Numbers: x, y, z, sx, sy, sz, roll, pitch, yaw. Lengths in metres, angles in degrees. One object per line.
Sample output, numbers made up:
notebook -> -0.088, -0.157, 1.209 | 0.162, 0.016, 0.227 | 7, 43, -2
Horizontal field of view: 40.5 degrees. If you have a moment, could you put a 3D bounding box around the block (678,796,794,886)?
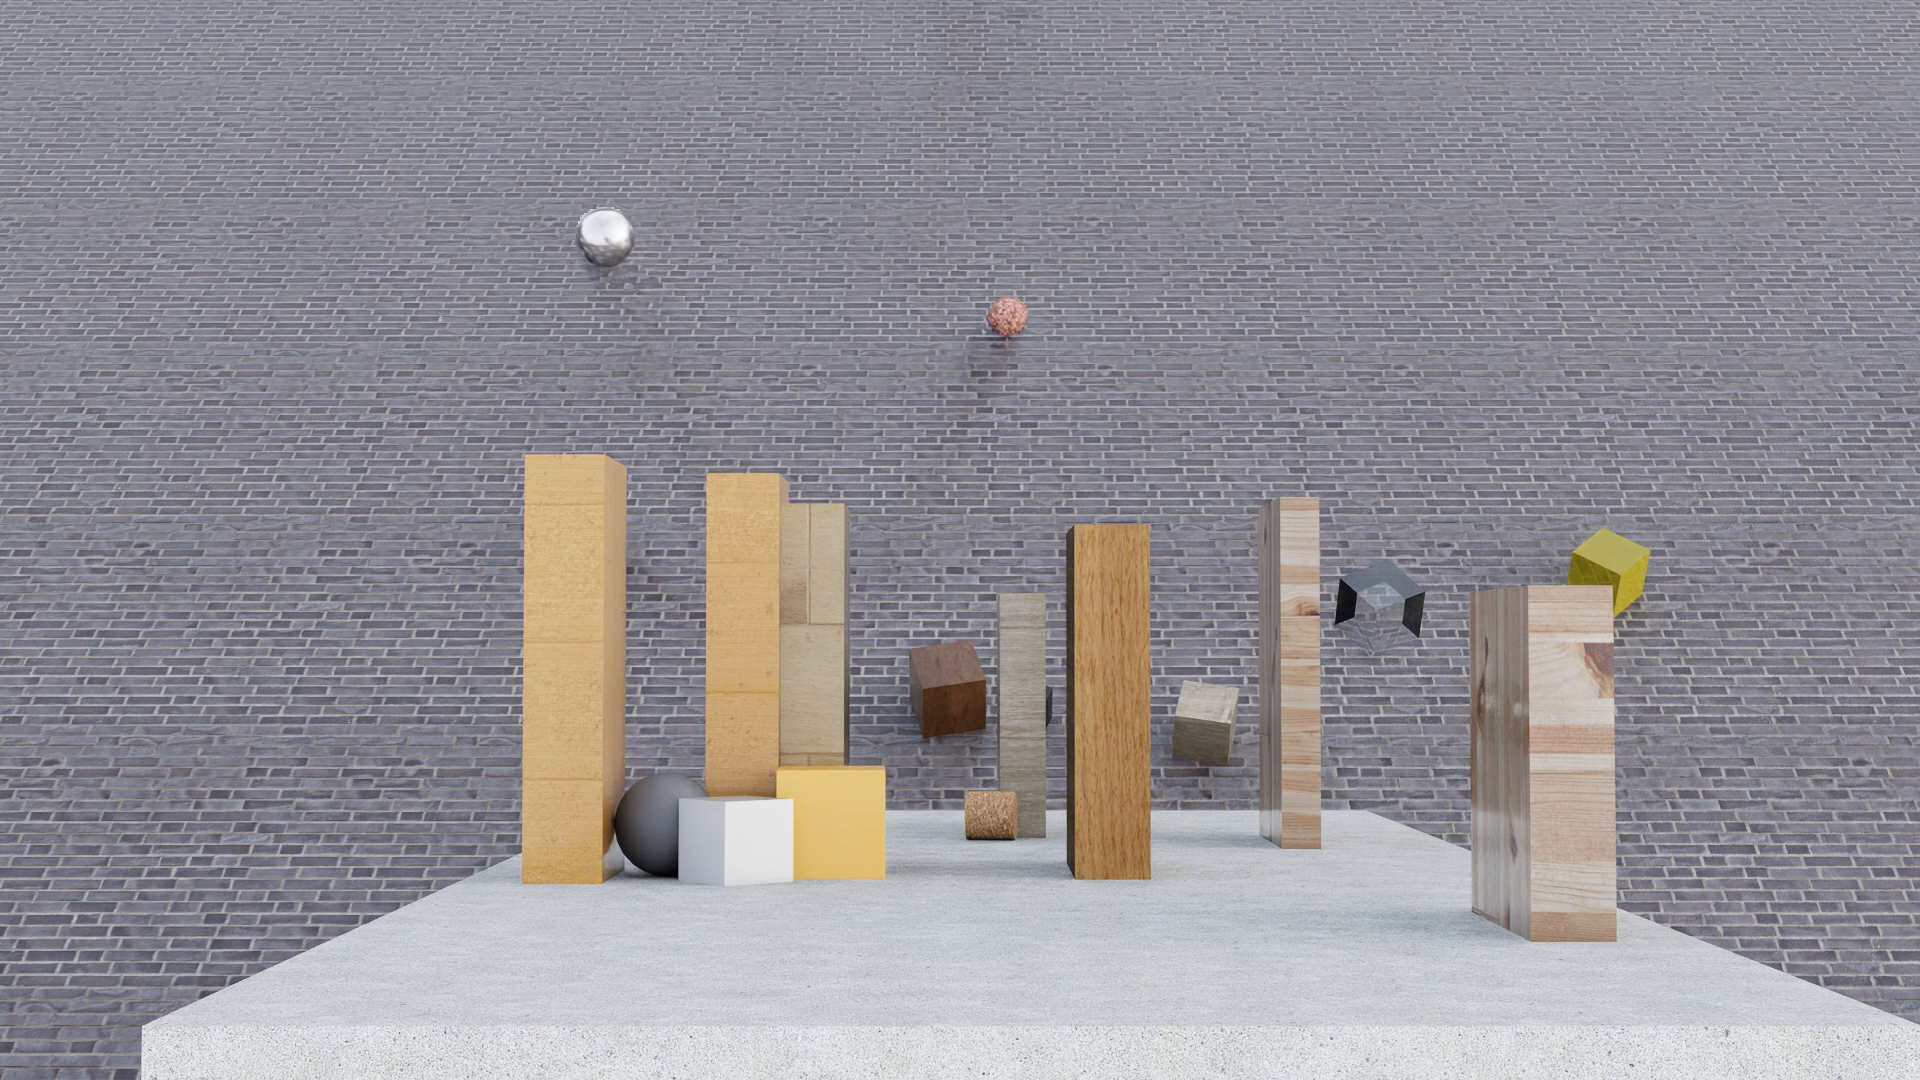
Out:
block -> -0.412, 0.551, 4.785 | 0.151, 0.151, 0.151 | 2, -3, -39

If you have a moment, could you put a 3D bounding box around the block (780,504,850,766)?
block -> -0.288, 0.289, 5.162 | 0.128, 0.709, 0.259 | 0, -2, 0

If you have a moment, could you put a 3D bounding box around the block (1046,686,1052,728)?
block -> 0.188, 0.477, 7.279 | 0.112, 0.112, 0.112 | 12, 38, 15

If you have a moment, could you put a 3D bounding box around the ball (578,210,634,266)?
ball -> -1.263, -1.078, 9.279 | 0.204, 0.204, 0.204 | 0, 37, 0

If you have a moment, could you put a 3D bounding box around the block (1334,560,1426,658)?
block -> 1.225, 0.199, 7.596 | 0.176, 0.176, 0.176 | -19, 41, -24

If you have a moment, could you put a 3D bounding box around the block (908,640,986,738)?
block -> -0.035, 0.418, 7.302 | 0.180, 0.180, 0.180 | -8, 38, -10

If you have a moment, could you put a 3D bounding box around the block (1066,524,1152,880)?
block -> 0.283, 0.308, 5.015 | 0.140, 0.658, 0.382 | 0, -2, 0

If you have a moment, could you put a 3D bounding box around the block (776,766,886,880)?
block -> -0.243, 0.532, 4.920 | 0.201, 0.201, 0.201 | 0, -2, -2

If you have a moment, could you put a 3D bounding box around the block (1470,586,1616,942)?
block -> 0.891, 0.334, 4.004 | 0.124, 0.517, 0.440 | 0, -2, 0

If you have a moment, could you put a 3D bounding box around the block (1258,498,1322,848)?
block -> 0.731, 0.293, 5.788 | 0.084, 0.754, 0.415 | 0, -2, 0

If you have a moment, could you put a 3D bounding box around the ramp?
ramp -> 0.081, 0.683, 4.918 | 2.000, 0.100, 4.000 | 0, -2, 0

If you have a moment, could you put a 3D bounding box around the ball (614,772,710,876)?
ball -> -0.552, 0.535, 4.894 | 0.194, 0.194, 0.194 | 0, 37, 0

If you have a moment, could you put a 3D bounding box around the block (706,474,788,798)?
block -> -0.417, 0.259, 5.115 | 0.139, 0.764, 0.276 | 0, -2, 0

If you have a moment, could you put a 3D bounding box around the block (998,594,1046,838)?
block -> 0.143, 0.408, 6.127 | 0.104, 0.554, 0.443 | 0, -2, 0

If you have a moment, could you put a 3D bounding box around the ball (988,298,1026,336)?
ball -> 0.162, -0.764, 8.920 | 0.130, 0.130, 0.130 | 0, 37, 0

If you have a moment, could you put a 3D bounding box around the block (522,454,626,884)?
block -> -0.722, 0.241, 4.895 | 0.145, 0.781, 0.319 | 0, -2, 0

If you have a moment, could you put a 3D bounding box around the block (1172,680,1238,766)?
block -> 0.680, 0.507, 7.204 | 0.154, 0.154, 0.154 | 8, 38, 10

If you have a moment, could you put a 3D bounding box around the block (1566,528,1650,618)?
block -> 1.927, 0.099, 7.740 | 0.165, 0.165, 0.165 | 29, 46, 33
